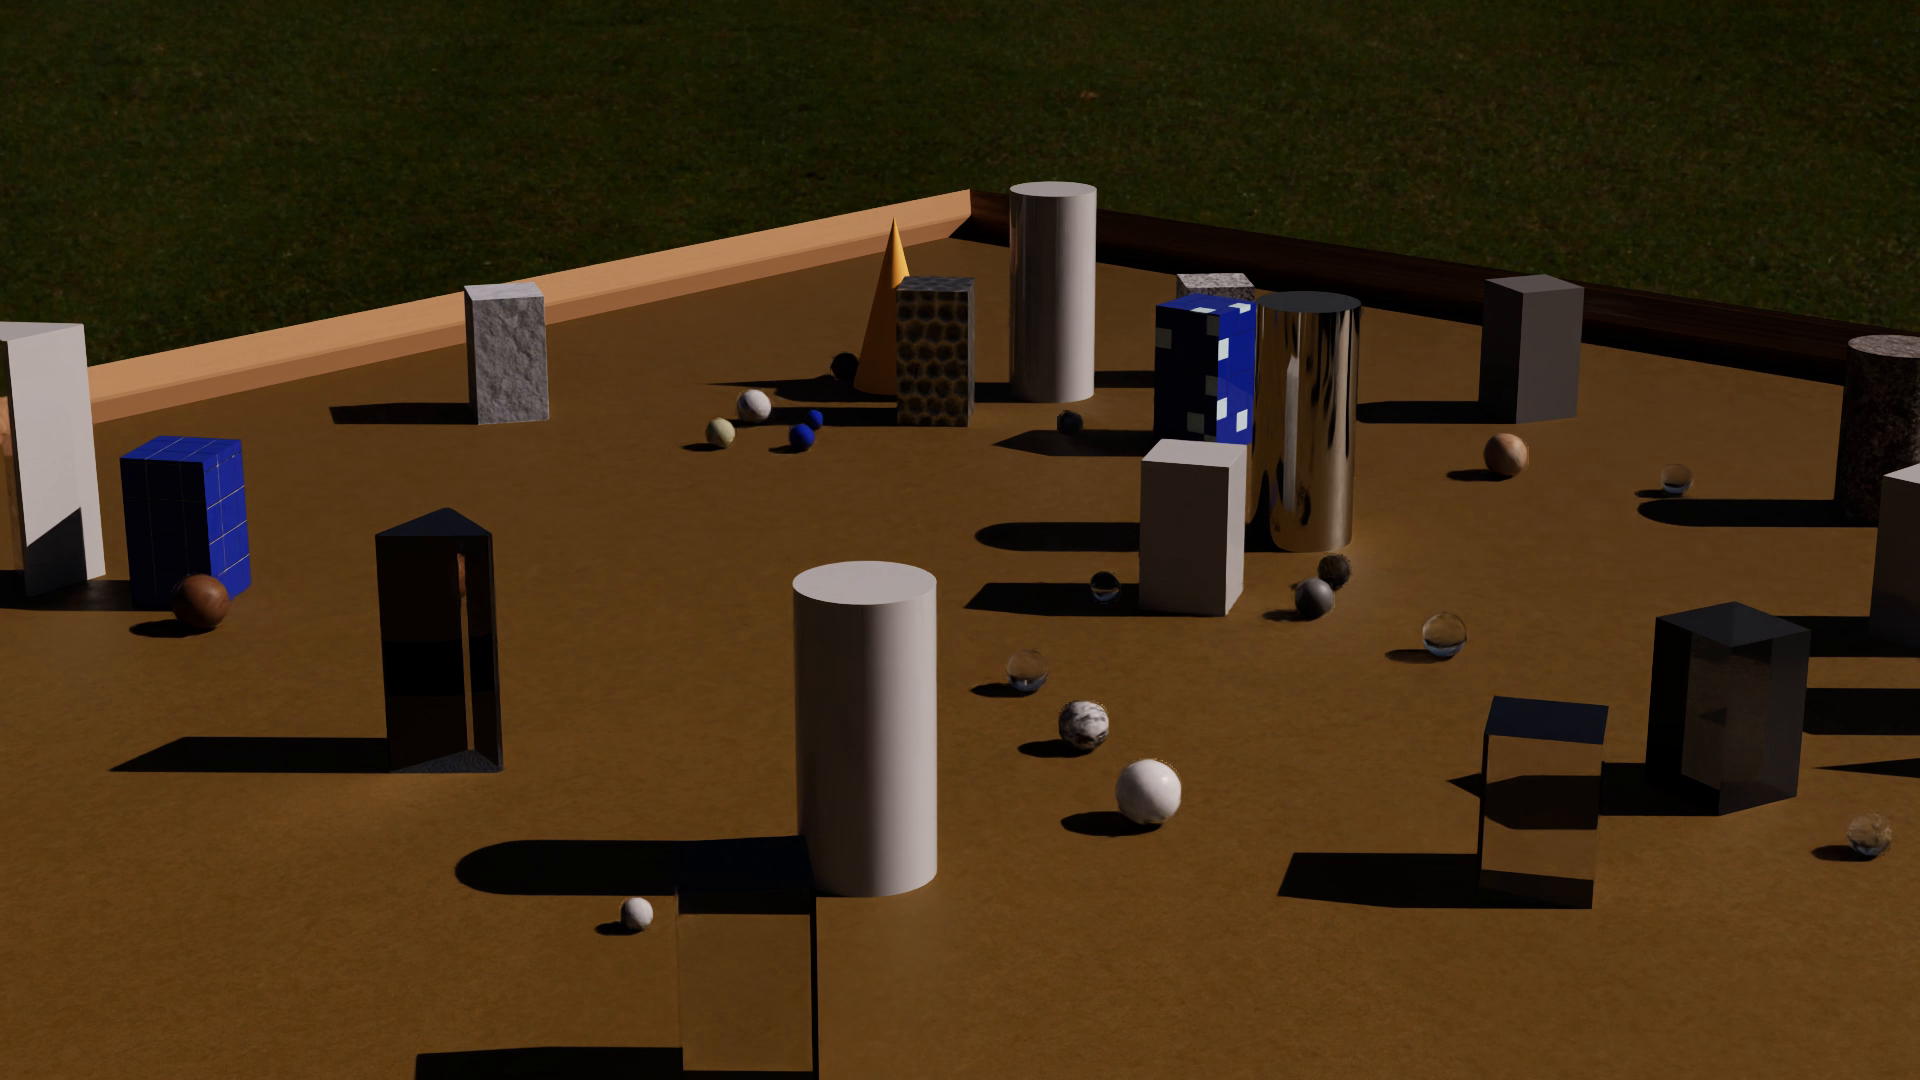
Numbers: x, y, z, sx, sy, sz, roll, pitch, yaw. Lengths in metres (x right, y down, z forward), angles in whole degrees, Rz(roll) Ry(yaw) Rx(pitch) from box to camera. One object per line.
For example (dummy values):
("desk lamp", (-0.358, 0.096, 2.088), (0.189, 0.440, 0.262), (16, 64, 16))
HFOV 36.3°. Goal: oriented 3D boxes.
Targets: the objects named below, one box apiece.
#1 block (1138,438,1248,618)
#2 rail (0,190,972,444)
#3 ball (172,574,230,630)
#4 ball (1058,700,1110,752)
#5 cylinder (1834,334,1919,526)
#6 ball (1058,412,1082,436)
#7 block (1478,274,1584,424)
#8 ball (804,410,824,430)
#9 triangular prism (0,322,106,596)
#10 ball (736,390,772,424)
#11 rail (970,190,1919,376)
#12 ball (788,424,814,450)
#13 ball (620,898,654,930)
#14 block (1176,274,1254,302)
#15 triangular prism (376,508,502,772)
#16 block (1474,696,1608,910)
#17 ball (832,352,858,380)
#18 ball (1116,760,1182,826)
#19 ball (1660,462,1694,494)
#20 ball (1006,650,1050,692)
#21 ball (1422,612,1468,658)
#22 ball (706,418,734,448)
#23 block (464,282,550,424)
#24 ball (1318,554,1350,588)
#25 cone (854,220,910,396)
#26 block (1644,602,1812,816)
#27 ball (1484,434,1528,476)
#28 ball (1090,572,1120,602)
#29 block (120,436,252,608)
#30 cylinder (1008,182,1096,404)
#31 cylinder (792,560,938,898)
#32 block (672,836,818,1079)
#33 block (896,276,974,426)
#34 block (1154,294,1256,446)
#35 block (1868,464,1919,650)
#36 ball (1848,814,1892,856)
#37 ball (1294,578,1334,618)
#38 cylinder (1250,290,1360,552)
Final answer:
("block", (0.402, -0.023, 5.055), (0.152, 0.265, 0.152), (5, 18, 16))
("rail", (-1.617, -0.375, 6.465), (0.045, 0.123, 5.069), (14, 22, 39))
("ball", (-1.277, 0.104, 4.930), (0.095, 0.095, 0.095), (0, 17, 0))
("ball", (0.185, 0.278, 4.388), (0.076, 0.076, 0.076), (0, 17, 0))
("cylinder", (1.768, -0.208, 5.559), (0.190, 0.328, 0.190), (0, 17, 0))
("ball", (0.233, -0.246, 6.166), (0.050, 0.050, 0.050), (0, 17, 0))
("block", (1.228, -0.412, 6.312), (0.152, 0.285, 0.152), (-7, 18, -21))
("ball", (-0.309, -0.255, 6.213), (0.041, 0.041, 0.041), (0, 17, 0))
("triangular prism", (-1.633, -0.151, 5.151), (0.142, 0.456, 0.164), (12, 21, 35))
("ball", (-0.439, -0.283, 6.249), (0.074, 0.074, 0.074), (0, 17, 0))
("rail", (1.646, -0.518, 6.936), (4.331, 0.123, 0.045), (14, 22, 39))
("ball", (-0.327, -0.212, 6.048), (0.054, 0.054, 0.054), (0, 17, 0))
("ball", (-0.416, 0.481, 3.773), (0.042, 0.042, 0.042), (0, 17, 0))
("block", (0.573, -0.473, 6.609), (0.152, 0.229, 0.152), (-1, 17, -4))
("triangular prism", (-0.757, 0.147, 4.325), (0.164, 0.364, 0.142), (0, 17, -1))
("block", (0.773, 0.347, 3.895), (0.152, 0.230, 0.152), (4, 17, 14))
("ball", (-0.260, -0.394, 6.636), (0.061, 0.061, 0.061), (0, 17, 0))
("ball", (0.264, 0.354, 4.105), (0.093, 0.093, 0.093), (0, 17, 0))
("ball", (1.400, -0.119, 5.726), (0.063, 0.063, 0.063), (0, 17, 0))
("ball", (0.107, 0.207, 4.638), (0.068, 0.068, 0.068), (0, 17, 0))
("ball", (0.793, 0.155, 4.799), (0.074, 0.074, 0.074), (0, 17, 0))
("ball", (-0.497, -0.221, 6.065), (0.061, 0.061, 0.061), (0, 17, 0))
("block", (-0.975, -0.403, 6.304), (0.152, 0.271, 0.152), (-5, 17, -15))
("ball", (0.657, 0.055, 5.154), (0.059, 0.059, 0.059), (0, 17, 0))
("cone", (-0.146, -0.533, 6.538), (0.190, 0.384, 0.190), (0, 17, 0))
("block", (1.100, 0.240, 4.208), (0.152, 0.253, 0.152), (-9, 19, -28))
("ball", (1.088, -0.170, 5.850), (0.087, 0.087, 0.087), (0, 17, 0))
("ball", (0.250, 0.081, 5.080), (0.052, 0.052, 0.052), (0, 17, 0))
("block", (-1.339, -0.030, 5.079), (0.152, 0.266, 0.152), (3, 17, 11))
("cylinder", (0.203, -0.547, 6.458), (0.190, 0.457, 0.190), (0, 17, 0))
("cylinder", (-0.125, 0.250, 3.907), (0.190, 0.407, 0.190), (0, 17, 0))
("block", (-0.244, 0.494, 3.335), (0.152, 0.271, 0.152), (-2, 17, -7))
("block", (-0.051, -0.404, 6.272), (0.152, 0.292, 0.152), (2, 17, 5))
("block", (0.507, -0.343, 6.061), (0.152, 0.297, 0.152), (12, 21, 34))
("block", (1.627, 0.029, 4.863), (0.152, 0.278, 0.152), (-14, 22, -40))
("ball", (1.243, 0.403, 4.006), (0.058, 0.058, 0.058), (0, 17, 0))
("ball", (0.603, 0.098, 4.999), (0.067, 0.067, 0.067), (0, 17, 0))
("cylinder", (0.633, -0.218, 5.389), (0.190, 0.447, 0.190), (0, 17, 0))
